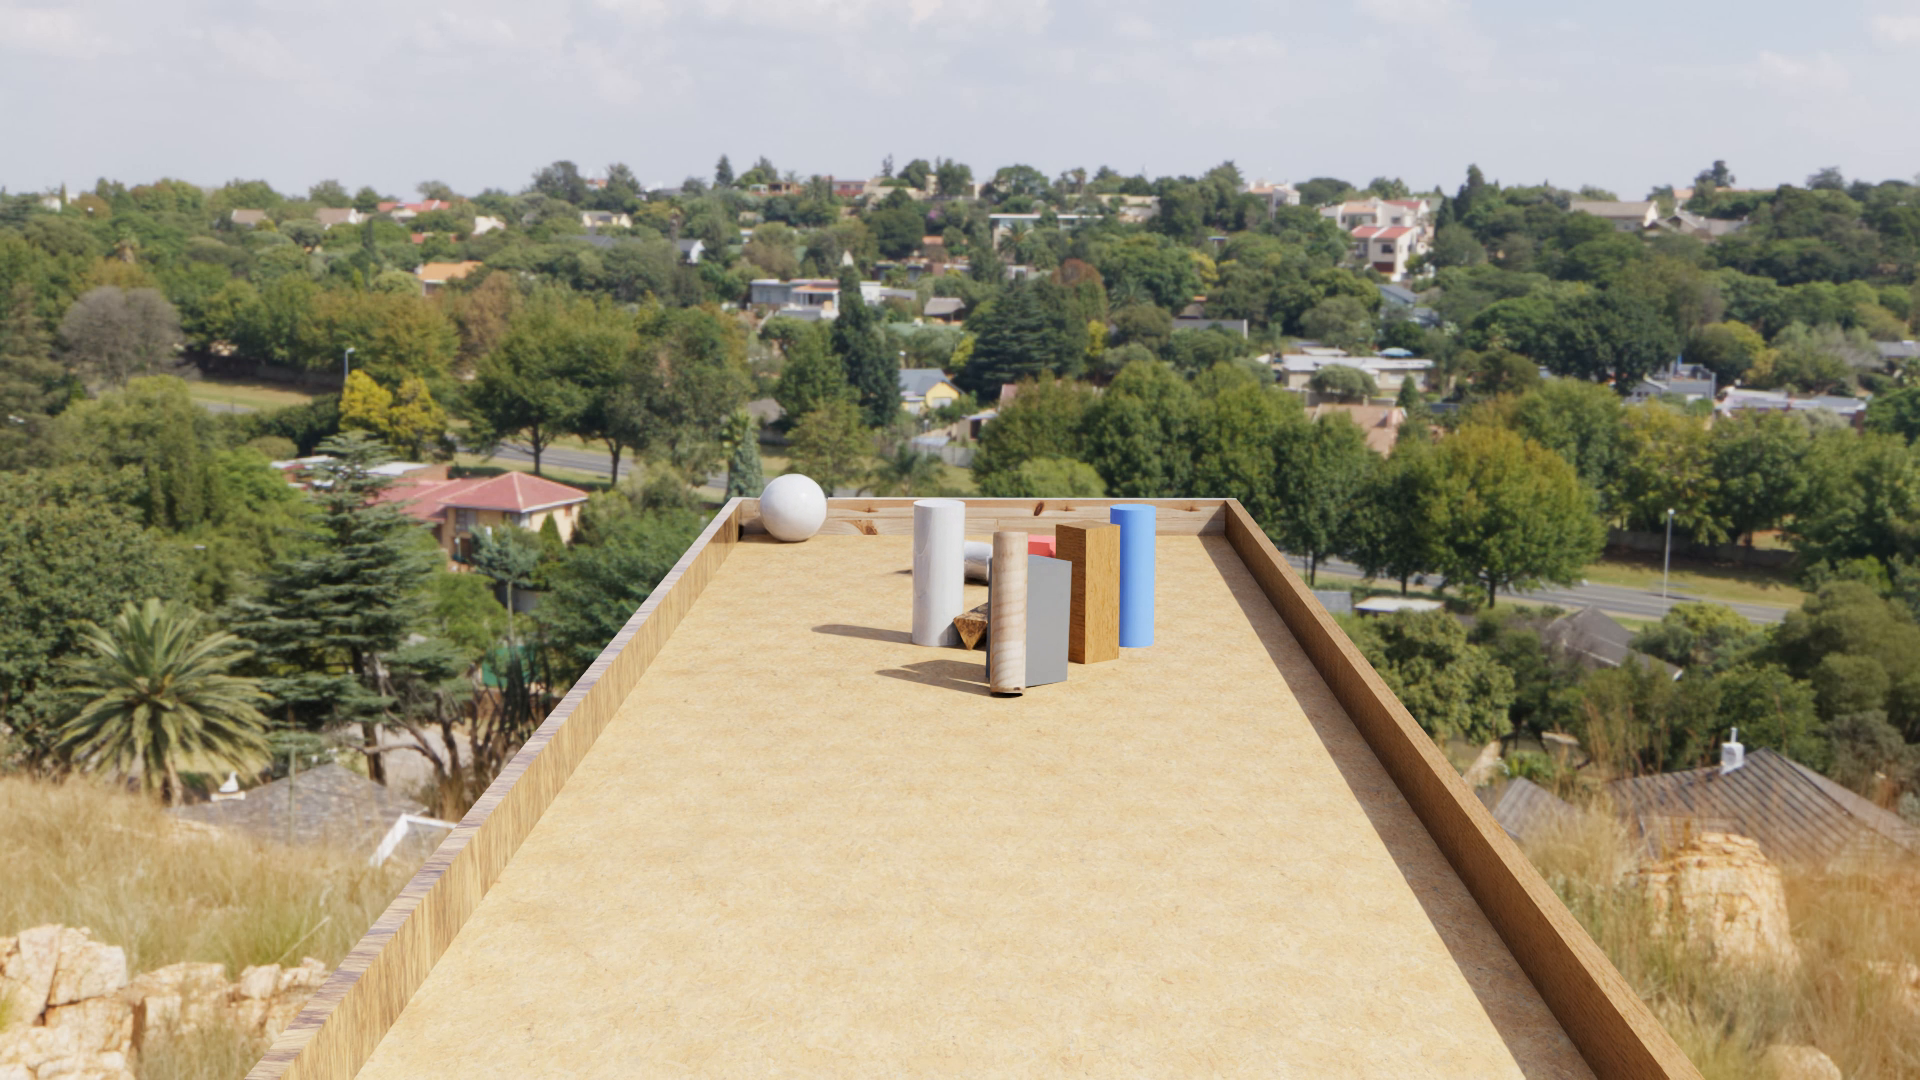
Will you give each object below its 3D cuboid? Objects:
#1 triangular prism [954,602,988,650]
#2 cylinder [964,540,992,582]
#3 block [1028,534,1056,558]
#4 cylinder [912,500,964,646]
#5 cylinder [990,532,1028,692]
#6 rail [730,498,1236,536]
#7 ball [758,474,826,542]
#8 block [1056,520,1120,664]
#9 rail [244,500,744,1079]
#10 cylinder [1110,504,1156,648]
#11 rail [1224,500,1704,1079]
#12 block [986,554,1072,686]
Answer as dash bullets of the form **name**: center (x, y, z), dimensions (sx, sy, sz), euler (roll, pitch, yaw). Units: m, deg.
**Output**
- **triangular prism**: center (0.087, 0.245, 7.003), dimensions (0.097, 0.111, 0.371), euler (36, 20, 13)
- **cylinder**: center (0.019, 0.073, 8.095), dimensions (0.364, 0.141, 0.141), euler (8, 12, 42)
- **block**: center (0.233, 0.161, 6.905), dimensions (0.168, 0.334, 0.168), euler (4, 7, 25)
- **cylinder**: center (-0.068, 0.103, 6.932), dimensions (0.162, 0.444, 0.162), euler (1, 10, 0)
- **cylinder**: center (0.139, 0.205, 6.239), dimensions (0.101, 0.452, 0.101), euler (1, -2, 0)
- **rail**: center (0.099, -0.098, 9.147), dimensions (2.100, 0.150, 0.050), euler (0, 9, 1)
- **ball**: center (-0.680, -0.132, 8.957), dimensions (0.276, 0.276, 0.276), euler (0, 9, 0)
- **block**: center (0.388, 0.157, 6.699), dimensions (0.138, 0.413, 0.138), euler (-7, 12, -38)
- **rail**: center (-1.004, 0.839, 3.234), dimensions (0.050, 0.150, 12.000), euler (0, 9, 1)
- **cylinder**: center (0.542, 0.111, 6.919), dimensions (0.142, 0.434, 0.142), euler (0, 9, 0)
- **rail**: center (1.046, 0.843, 3.208), dimensions (0.050, 0.150, 12.000), euler (0, 9, 1)
- **block**: center (0.199, 0.232, 6.402), dimensions (0.169, 0.352, 0.169), euler (-4, 10, -39)
